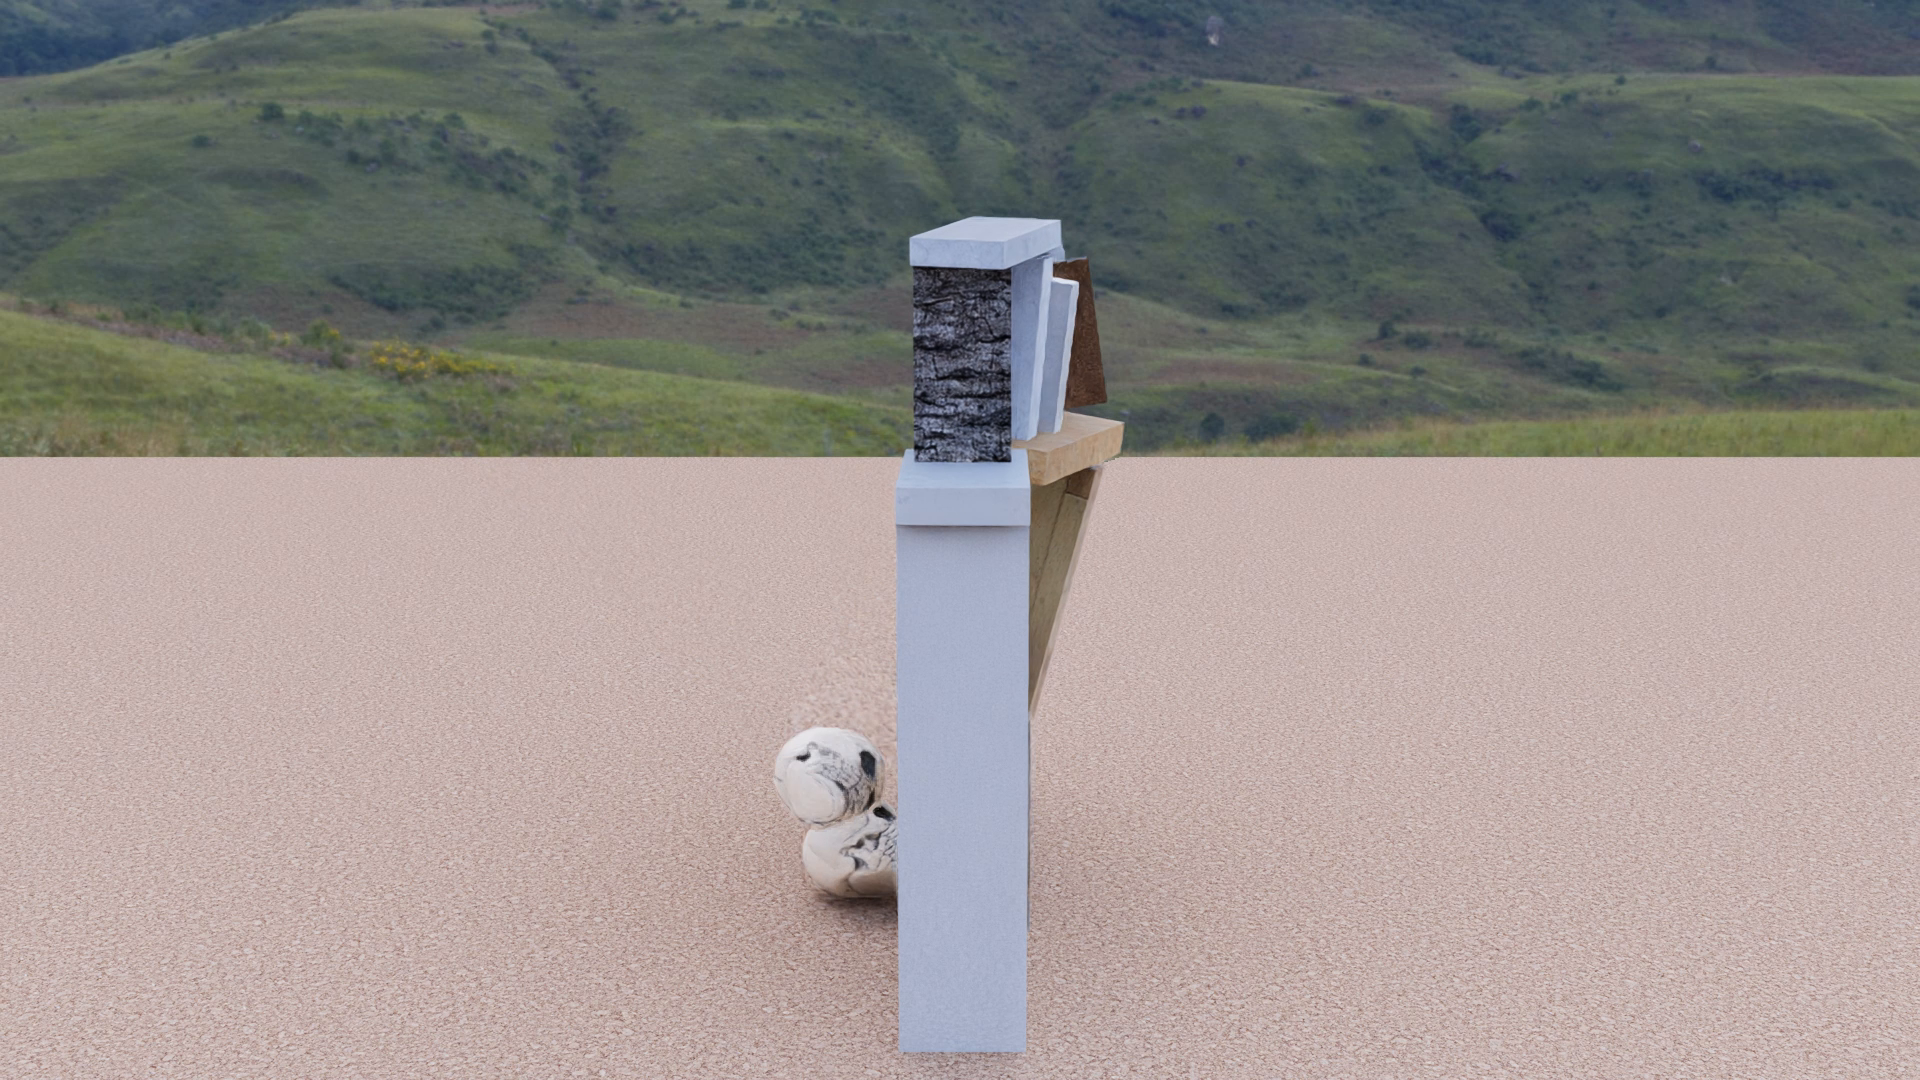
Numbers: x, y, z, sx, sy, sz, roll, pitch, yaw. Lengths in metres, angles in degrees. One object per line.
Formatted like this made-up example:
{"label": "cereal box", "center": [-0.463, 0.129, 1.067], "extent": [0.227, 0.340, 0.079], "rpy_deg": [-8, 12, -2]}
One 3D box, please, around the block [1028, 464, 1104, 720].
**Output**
{"label": "block", "center": [0.088, 0.064, 3.559], "extent": [0.177, 0.435, 0.050], "rpy_deg": [19, 14, 16]}

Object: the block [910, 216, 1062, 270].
{"label": "block", "center": [0.039, -0.421, 3.108], "extent": [0.135, 0.038, 0.270], "rpy_deg": [5, 16, 19]}

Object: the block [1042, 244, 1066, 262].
{"label": "block", "center": [0.090, -0.435, 3.373], "extent": [0.115, 0.033, 0.230], "rpy_deg": [-9, 7, -3]}

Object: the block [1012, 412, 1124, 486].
{"label": "block", "center": [0.111, -0.150, 3.379], "extent": [0.177, 0.050, 0.354], "rpy_deg": [12, 14, 21]}

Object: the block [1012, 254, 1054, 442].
{"label": "block", "center": [0.056, -0.292, 3.244], "extent": [0.135, 0.270, 0.038], "rpy_deg": [12, 19, 21]}

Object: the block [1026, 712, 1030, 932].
{"label": "block", "center": [0.024, 0.447, 3.489], "extent": [0.173, 0.347, 0.049], "rpy_deg": [1, 11, 3]}

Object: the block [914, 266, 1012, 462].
{"label": "block", "center": [0.004, -0.246, 3.057], "extent": [0.135, 0.273, 0.038], "rpy_deg": [0, 12, 1]}

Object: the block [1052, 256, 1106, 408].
{"label": "block", "center": [0.159, -0.324, 3.473], "extent": [0.115, 0.230, 0.033], "rpy_deg": [-9, 14, 1]}

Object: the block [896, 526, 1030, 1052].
{"label": "block", "center": [0.004, 0.336, 2.991], "extent": [0.175, 0.747, 0.050], "rpy_deg": [0, 11, 0]}

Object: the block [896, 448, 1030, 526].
{"label": "block", "center": [0.006, -0.076, 3.026], "extent": [0.175, 0.050, 0.351], "rpy_deg": [0, 11, 1]}

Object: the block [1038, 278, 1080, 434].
{"label": "block", "center": [0.108, -0.285, 3.324], "extent": [0.115, 0.230, 0.033], "rpy_deg": [13, 18, 20]}
